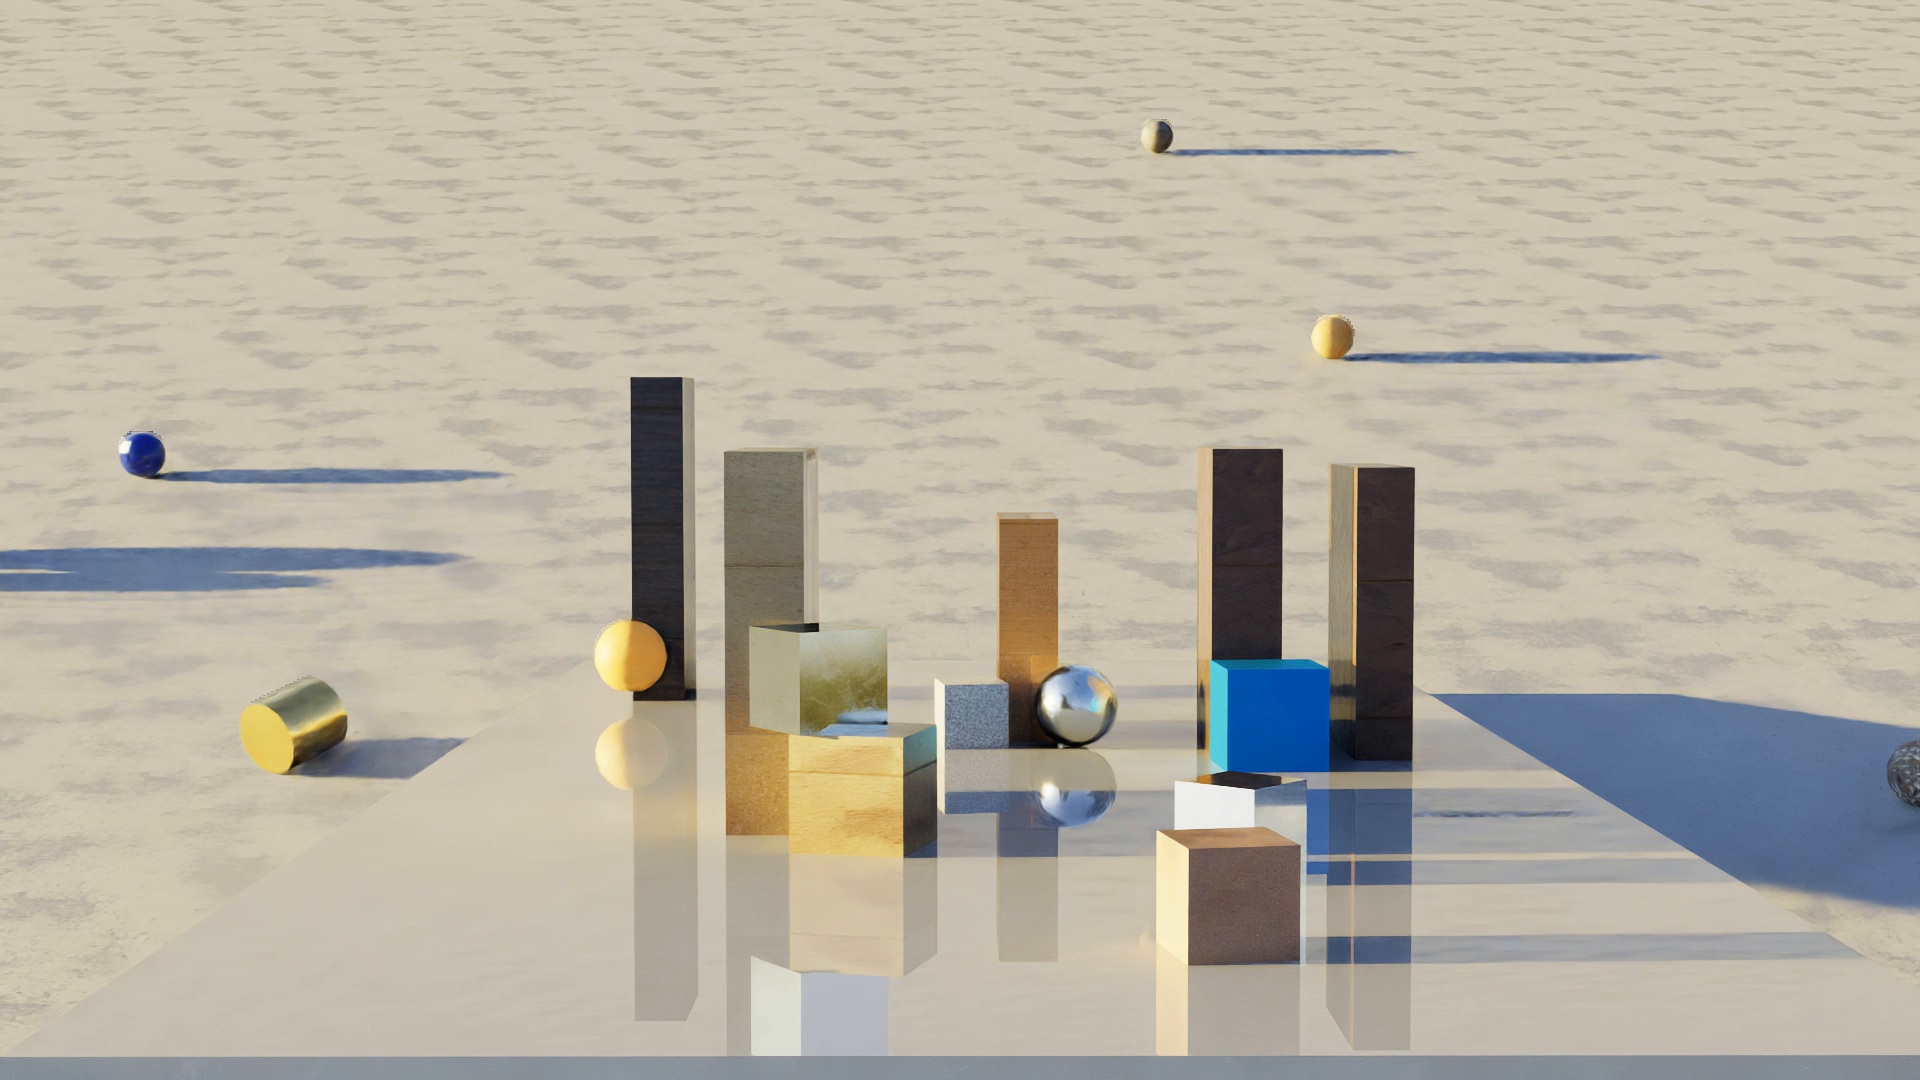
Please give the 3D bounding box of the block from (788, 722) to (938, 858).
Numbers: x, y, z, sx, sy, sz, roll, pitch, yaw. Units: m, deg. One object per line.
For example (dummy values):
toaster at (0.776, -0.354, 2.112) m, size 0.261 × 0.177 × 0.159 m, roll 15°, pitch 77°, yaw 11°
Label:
block at (-0.140, 0.361, 3.751) m, size 0.171 × 0.171 × 0.171 m, roll 1°, pitch 3°, yaw 16°

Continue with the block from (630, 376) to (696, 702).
block at (-0.659, -0.008, 5.732) m, size 0.114 × 0.707 × 0.258 m, roll 0°, pitch 3°, yaw 0°

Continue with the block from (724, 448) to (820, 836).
block at (-0.292, 0.145, 4.044) m, size 0.118 × 0.574 × 0.424 m, roll 0°, pitch 3°, yaw 0°

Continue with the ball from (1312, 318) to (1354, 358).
ball at (1.326, -0.719, 9.149) m, size 0.149 × 0.149 × 0.149 m, roll 0°, pitch 22°, yaw 0°

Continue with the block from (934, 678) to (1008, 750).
block at (0.021, 0.328, 4.881) m, size 0.122 × 0.122 × 0.122 m, roll 0°, pitch 3°, yaw -9°

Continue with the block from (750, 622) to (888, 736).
block at (-0.208, 0.201, 3.762) m, size 0.147 × 0.147 × 0.147 m, roll -2°, pitch 3°, yaw -33°

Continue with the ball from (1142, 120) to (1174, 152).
ball at (0.928, -1.898, 12.097) m, size 0.151 × 0.151 × 0.151 m, roll 0°, pitch 22°, yaw 0°

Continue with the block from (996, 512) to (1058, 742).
block at (0.131, 0.165, 5.079) m, size 0.113 × 0.428 × 0.312 m, roll 0°, pitch 3°, yaw 0°

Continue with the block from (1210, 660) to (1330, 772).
block at (0.552, 0.313, 4.596) m, size 0.181 × 0.181 × 0.181 m, roll 0°, pitch 3°, yaw -4°

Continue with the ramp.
ramp at (0.050, 0.457, 4.533) m, size 2.000 × 0.100 × 4.000 m, roll 0°, pitch 3°, yaw 0°

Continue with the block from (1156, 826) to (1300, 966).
block at (0.314, 0.416, 3.019) m, size 0.134 × 0.134 × 0.134 m, roll -1°, pitch 3°, yaw -11°

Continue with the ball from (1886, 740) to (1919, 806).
ball at (2.236, 0.544, 5.981) m, size 0.153 × 0.153 × 0.153 m, roll 0°, pitch 22°, yaw 0°

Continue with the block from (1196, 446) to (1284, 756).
block at (0.522, 0.109, 4.819) m, size 0.128 × 0.565 × 0.279 m, roll 0°, pitch 3°, yaw 0°

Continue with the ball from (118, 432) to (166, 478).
ball at (-2.551, -0.265, 8.022) m, size 0.142 × 0.142 × 0.142 m, roll 0°, pitch 22°, yaw 0°

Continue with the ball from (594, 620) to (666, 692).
ball at (-0.709, 0.251, 5.539) m, size 0.155 × 0.155 × 0.155 m, roll 0°, pitch 22°, yaw 0°

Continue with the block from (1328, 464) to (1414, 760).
block at (0.768, 0.126, 4.821) m, size 0.104 × 0.531 × 0.347 m, roll 0°, pitch 3°, yaw 0°

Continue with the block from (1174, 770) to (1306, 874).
block at (0.385, 0.393, 3.522) m, size 0.129 × 0.129 × 0.129 m, roll 2°, pitch 4°, yaw 40°

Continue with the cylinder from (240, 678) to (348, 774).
cylinder at (-1.602, 0.446, 6.190) m, size 0.178 × 0.178 × 0.178 m, roll 13°, pitch 25°, yaw 30°

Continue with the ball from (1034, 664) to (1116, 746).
ball at (0.218, 0.312, 4.859) m, size 0.156 × 0.156 × 0.156 m, roll 0°, pitch 22°, yaw 0°
